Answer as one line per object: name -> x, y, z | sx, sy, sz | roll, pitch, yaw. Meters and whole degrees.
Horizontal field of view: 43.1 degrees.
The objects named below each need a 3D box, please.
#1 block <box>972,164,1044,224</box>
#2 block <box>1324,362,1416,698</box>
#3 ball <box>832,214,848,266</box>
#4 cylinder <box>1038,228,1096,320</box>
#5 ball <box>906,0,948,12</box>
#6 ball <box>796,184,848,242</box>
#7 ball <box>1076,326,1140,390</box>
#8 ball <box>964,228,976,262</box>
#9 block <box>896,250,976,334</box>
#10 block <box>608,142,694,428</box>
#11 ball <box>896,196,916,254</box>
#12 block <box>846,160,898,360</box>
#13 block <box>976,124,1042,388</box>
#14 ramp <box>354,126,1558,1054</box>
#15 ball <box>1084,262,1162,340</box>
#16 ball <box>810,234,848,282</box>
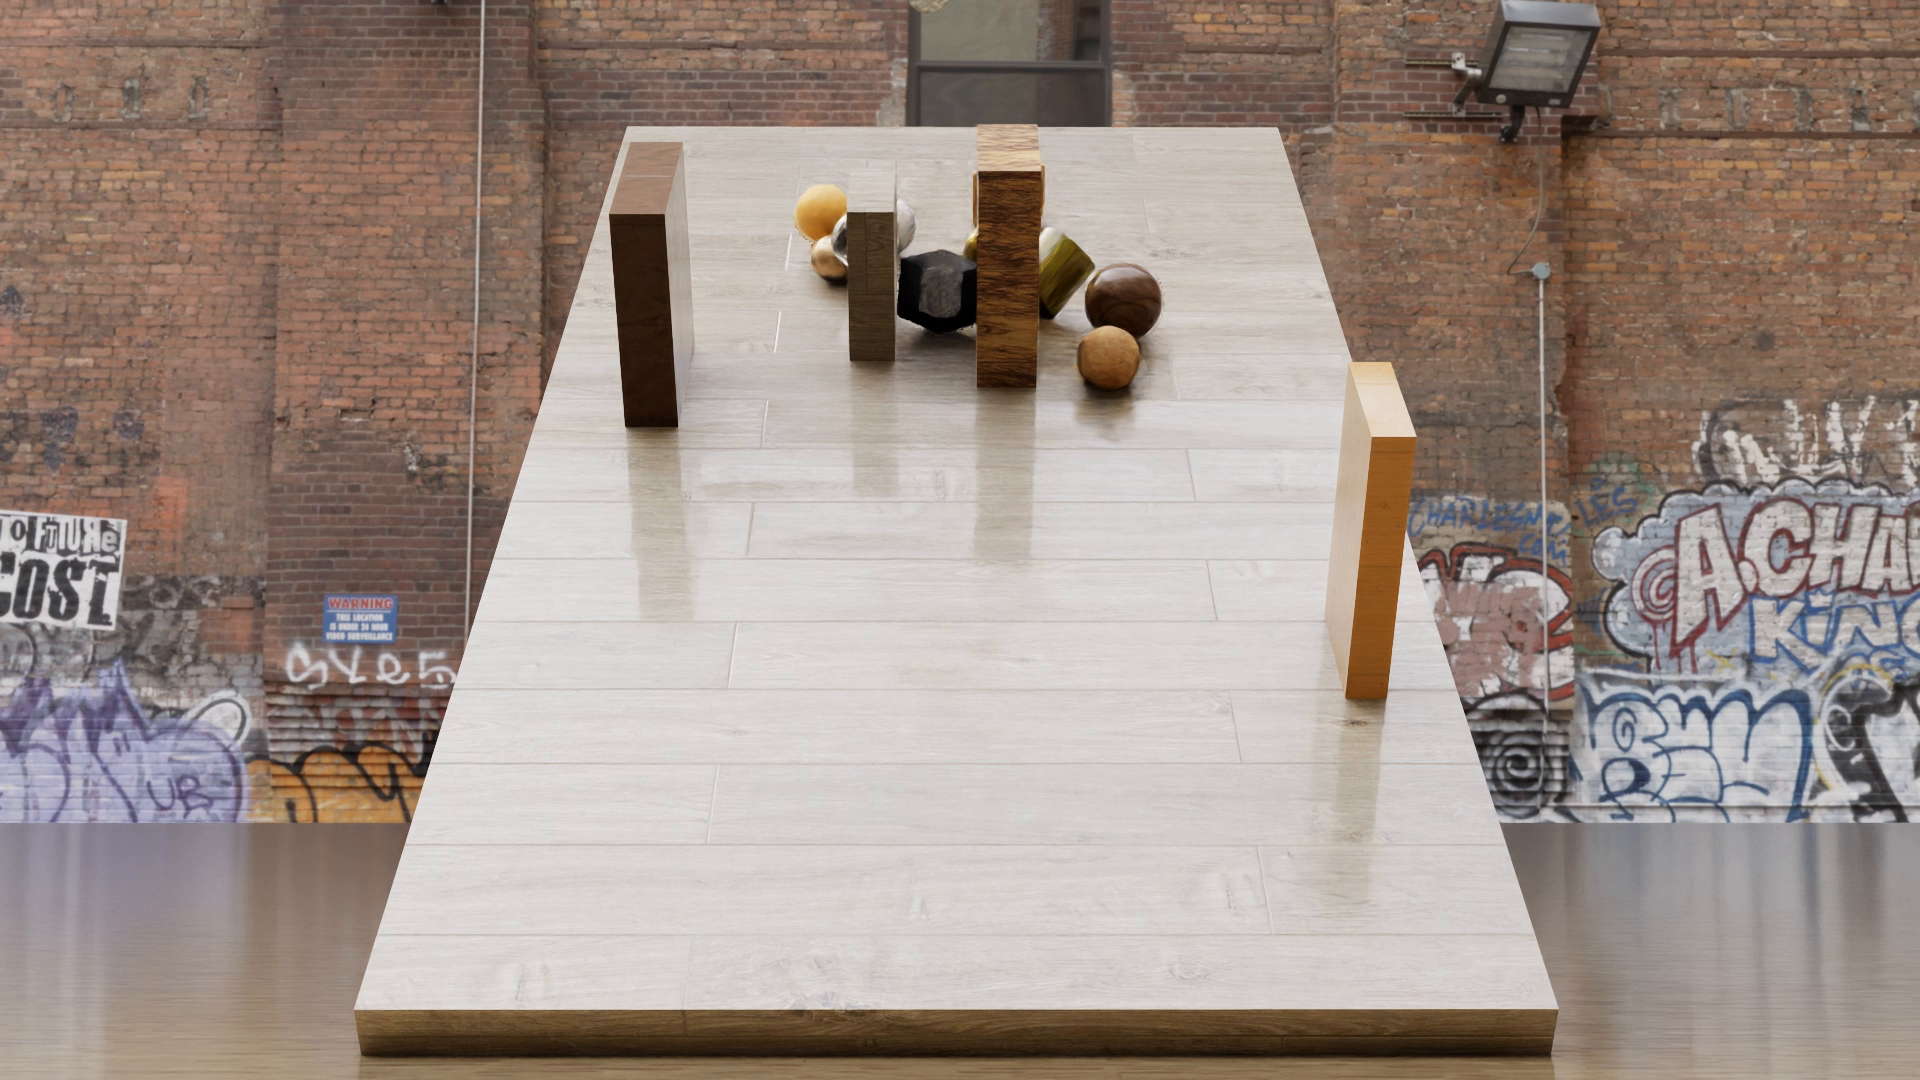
block -> 0.137, -0.973, 6.822 | 0.151, 0.151, 0.151 | 14, 34, 22
block -> 0.805, -0.018, 4.796 | 0.083, 0.590, 0.308 | 0, 31, 0
ball -> -0.261, -0.786, 6.359 | 0.154, 0.154, 0.154 | 0, -6, 0
cylinder -> 0.230, -0.686, 6.258 | 0.169, 0.169, 0.169 | 39, -8, 6
ball -> -0.093, -1.593, 6.998 | 0.144, 0.144, 0.144 | 0, -6, 0
ball -> -0.366, -0.879, 6.528 | 0.154, 0.154, 0.154 | 0, -6, 0
ball -> 0.362, -0.444, 5.931 | 0.157, 0.157, 0.157 | 0, -6, 0
ball -> 0.099, -0.748, 6.356 | 0.179, 0.179, 0.179 | 0, -6, 0
block -> -0.048, -0.635, 6.183 | 0.153, 0.153, 0.153 | 26, 31, 37
block -> -0.735, -0.617, 5.832 | 0.127, 0.547, 0.440 | 0, 31, 0
ball -> -0.202, -0.856, 6.607 | 0.167, 0.167, 0.167 | 0, -6, 0
block -> -0.220, -0.706, 6.127 | 0.114, 0.401, 0.329 | 0, 31, 0
block -> 0.115, -0.695, 5.948 | 0.147, 0.568, 0.300 | 0, 31, 0
ramp -> -0.014, -0.203, 5.774 | 2.000, 0.100, 4.000 | 0, 31, 0
ball -> 0.414, -0.604, 6.158 | 0.199, 0.199, 0.199 | 0, -6, 0
ball -> -0.336, -0.751, 6.472 | 0.124, 0.124, 0.124 | 0, -6, 0
